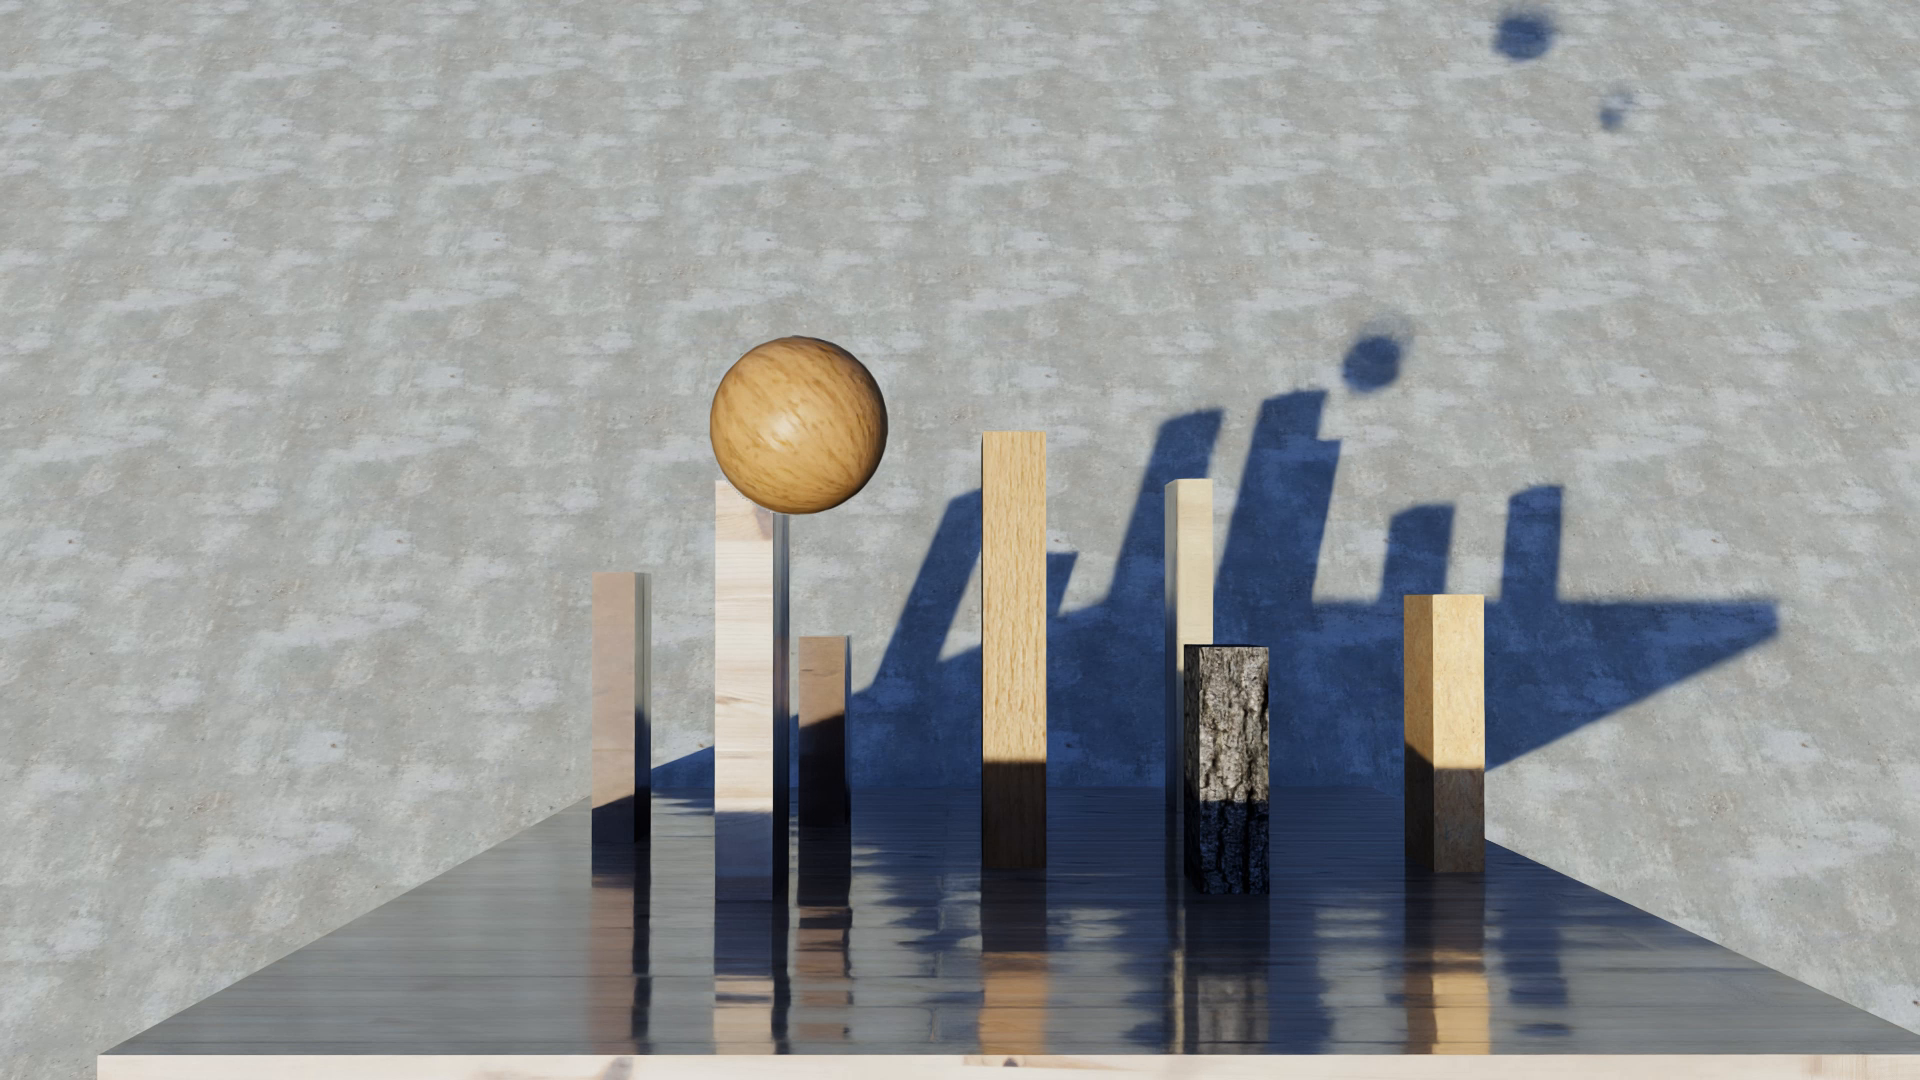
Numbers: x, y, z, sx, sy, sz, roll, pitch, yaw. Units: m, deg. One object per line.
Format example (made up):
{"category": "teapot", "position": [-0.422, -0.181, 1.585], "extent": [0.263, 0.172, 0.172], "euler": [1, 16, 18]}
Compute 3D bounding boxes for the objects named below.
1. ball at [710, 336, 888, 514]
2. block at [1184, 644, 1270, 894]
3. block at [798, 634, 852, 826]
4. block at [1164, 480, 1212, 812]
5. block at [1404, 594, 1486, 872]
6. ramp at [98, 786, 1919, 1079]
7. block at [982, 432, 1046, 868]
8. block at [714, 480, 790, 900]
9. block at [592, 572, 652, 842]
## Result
{"category": "ball", "position": [-0.188, -0.134, 3.032], "extent": [0.209, 0.209, 0.209], "euler": [0, 34, 0]}
{"category": "block", "position": [0.456, 0.387, 4.466], "extent": [0.115, 0.409, 0.306], "euler": [0, -1, 0]}
{"category": "block", "position": [-0.299, 0.418, 5.789], "extent": [0.100, 0.409, 0.344], "euler": [0, -1, 0]}
{"category": "block", "position": [0.543, 0.247, 6.165], "extent": [0.084, 0.768, 0.328], "euler": [0, -1, 0]}
{"category": "block", "position": [0.896, 0.350, 4.812], "extent": [0.091, 0.498, 0.306], "euler": [0, -1, 0]}
{"category": "ramp", "position": [0.075, 0.649, 4.781], "extent": [2.000, 0.100, 4.000], "euler": [0, -1, 0]}
{"category": "block", "position": [0.100, 0.204, 4.927], "extent": [0.115, 0.797, 0.378], "euler": [0, -1, 0]}
{"category": "block", "position": [-0.352, 0.249, 4.437], "extent": [0.094, 0.683, 0.414], "euler": [0, -1, 0]}
{"category": "block", "position": [-0.698, 0.340, 5.366], "extent": [0.086, 0.544, 0.283], "euler": [0, -1, 0]}
